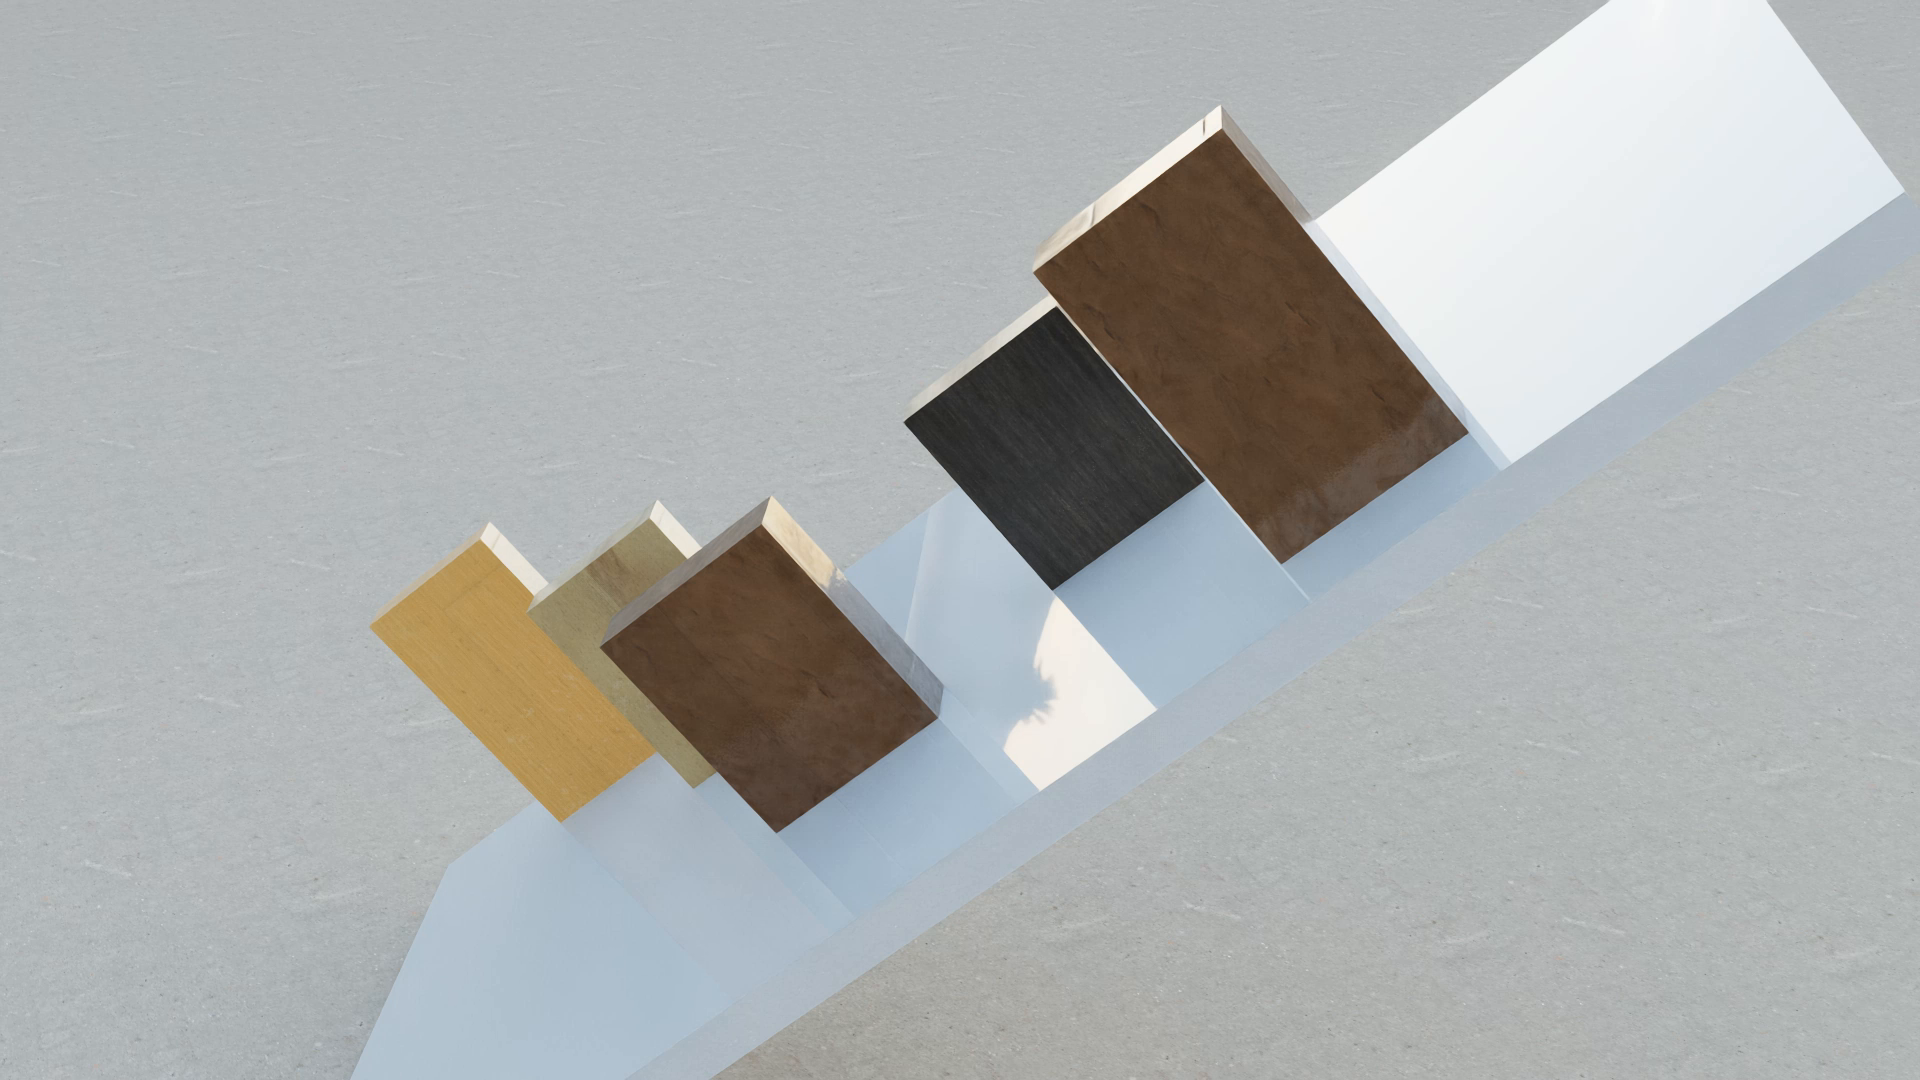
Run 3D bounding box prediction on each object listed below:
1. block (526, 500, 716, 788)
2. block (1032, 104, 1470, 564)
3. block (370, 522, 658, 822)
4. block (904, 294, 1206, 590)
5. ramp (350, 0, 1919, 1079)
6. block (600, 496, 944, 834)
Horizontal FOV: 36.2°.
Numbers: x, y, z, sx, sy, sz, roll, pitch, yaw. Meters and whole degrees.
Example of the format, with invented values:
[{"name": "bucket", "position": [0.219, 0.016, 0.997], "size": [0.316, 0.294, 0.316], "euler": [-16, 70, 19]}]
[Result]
[{"name": "block", "position": [-0.655, 0.245, 6.777], "size": [0.386, 0.575, 0.103], "euler": [-36, 16, 18]}, {"name": "block", "position": [0.527, -0.364, 5.317], "size": [0.423, 0.722, 0.148], "euler": [-36, 16, 18]}, {"name": "block", "position": [-1.082, 0.335, 7.326], "size": [0.385, 0.697, 0.105], "euler": [-36, 16, 18]}, {"name": "block", "position": [0.198, -0.205, 6.114], "size": [0.409, 0.487, 0.110], "euler": [-36, 16, 18]}, {"name": "ramp", "position": [0.118, 0.187, 6.346], "size": [4.000, 0.100, 2.000], "euler": [-36, 16, 18]}, {"name": "block", "position": [-0.388, 0.264, 6.129], "size": [0.449, 0.554, 0.149], "euler": [-36, 16, 18]}]
